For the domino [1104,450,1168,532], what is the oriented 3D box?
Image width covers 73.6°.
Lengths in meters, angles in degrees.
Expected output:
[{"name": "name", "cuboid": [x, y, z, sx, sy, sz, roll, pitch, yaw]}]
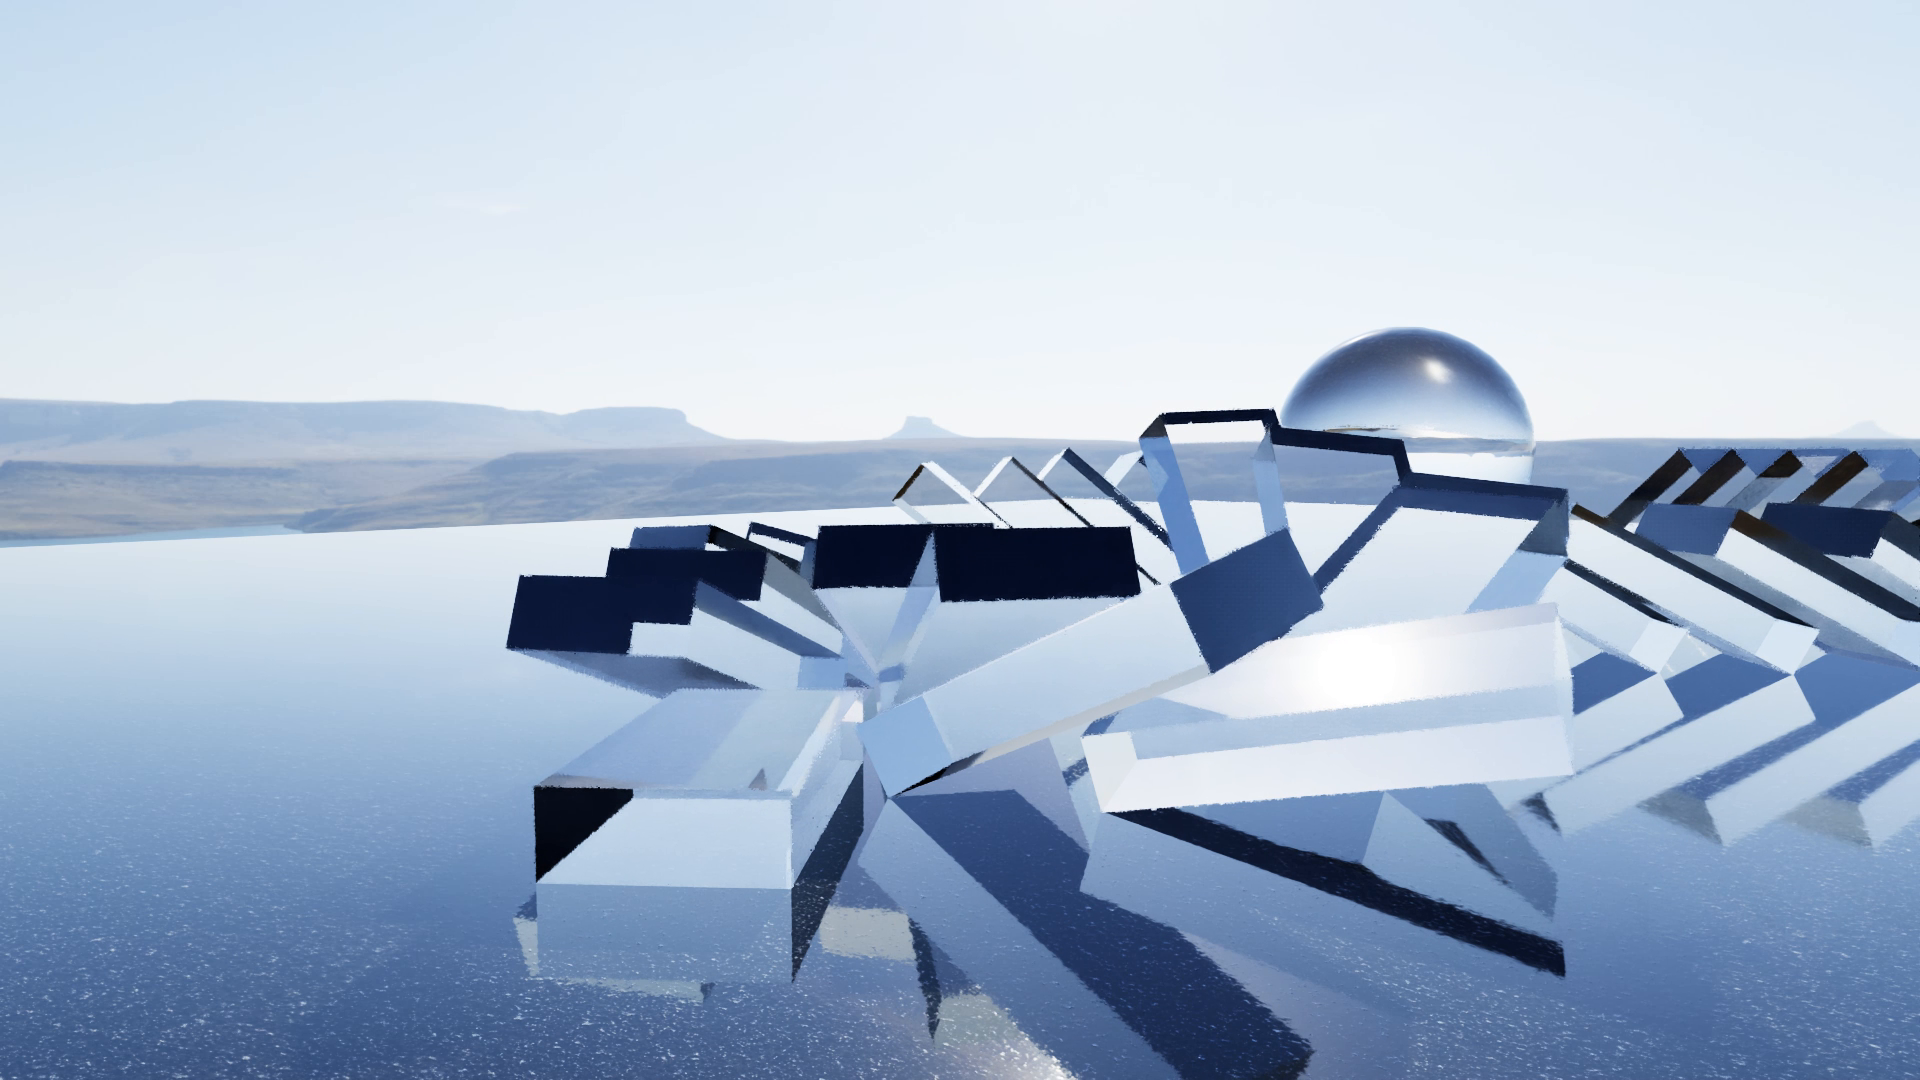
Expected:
[{"name": "domino", "cuboid": [0.051, 0.002, 0.262, 0.050, 0.010, 0.025, 40, -3, -4]}]

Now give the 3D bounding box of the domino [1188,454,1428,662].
[{"name": "domino", "cuboid": [0.069, 0.003, 0.258, 0.050, 0.009, 0.025, 41, 6, 3]}]

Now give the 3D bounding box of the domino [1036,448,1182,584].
[{"name": "domino", "cuboid": [0.036, 0.002, 0.261, 0.050, 0.010, 0.025, 40, -3, -2]}]

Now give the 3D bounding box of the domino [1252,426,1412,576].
[{"name": "domino", "cuboid": [0.067, 0.003, 0.217, 0.025, 0.050, 0.010, 5, -38, -6]}]

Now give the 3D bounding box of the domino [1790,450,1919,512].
[{"name": "domino", "cuboid": [0.208, -0.002, 0.313, 0.025, 0.009, 0.050, -2, -38, -29]}]

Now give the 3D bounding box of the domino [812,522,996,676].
[{"name": "domino", "cuboid": [-0.004, 0.012, 0.200, 0.025, 0.010, 0.050, -1, -23, 9]}]

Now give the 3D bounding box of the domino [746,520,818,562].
[{"name": "domino", "cuboid": [-0.019, 0.009, 0.260, 0.050, 0.010, 0.025, 15, -10, -6]}]

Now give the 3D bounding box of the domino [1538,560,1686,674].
[{"name": "domino", "cuboid": [0.112, 0.007, 0.251, 0.050, 0.010, 0.025, 30, 6, 2]}]

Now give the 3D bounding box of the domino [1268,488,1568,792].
[{"name": "domino", "cuboid": [0.059, 0.011, 0.177, 0.050, 0.010, 0.025, -40, 29, -28]}]

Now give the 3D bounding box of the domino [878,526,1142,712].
[{"name": "domino", "cuboid": [0.005, 0.013, 0.177, 0.025, 0.010, 0.050, -1, -24, -12]}]

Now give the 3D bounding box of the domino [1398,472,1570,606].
[{"name": "domino", "cuboid": [0.072, 0.009, 0.194, 0.025, 0.010, 0.050, 10, 44, 38]}]

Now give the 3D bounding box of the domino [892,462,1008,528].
[{"name": "domino", "cuboid": [0.010, 0.004, 0.263, 0.050, 0.010, 0.025, 39, 6, 1]}]

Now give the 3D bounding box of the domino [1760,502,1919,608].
[{"name": "domino", "cuboid": [0.181, 0.009, 0.246, 0.050, 0.009, 0.025, 26, -2, -17]}]

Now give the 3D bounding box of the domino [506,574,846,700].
[{"name": "domino", "cuboid": [-0.037, 0.016, 0.180, 0.025, 0.010, 0.050, 1, -16, 17]}]

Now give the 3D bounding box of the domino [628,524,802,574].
[{"name": "domino", "cuboid": [-0.033, 0.010, 0.235, 0.025, 0.009, 0.050, -1, -20, 46]}]

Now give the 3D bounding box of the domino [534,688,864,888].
[{"name": "domino", "cuboid": [-0.027, 0.027, 0.148, 0.025, 0.010, 0.050, 0, 4, 4]}]

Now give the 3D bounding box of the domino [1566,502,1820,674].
[{"name": "domino", "cuboid": [0.135, 0.008, 0.249, 0.050, 0.009, 0.025, 28, 6, 2]}]

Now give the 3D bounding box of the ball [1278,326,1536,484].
[{"name": "ball", "cuboid": [0.142, -0.028, 0.413, 0.080, 0.080, 0.080, 0, 4, 0]}]

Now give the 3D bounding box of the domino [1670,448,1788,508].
[{"name": "domino", "cuboid": [0.194, -0.003, 0.337, 0.025, 0.010, 0.050, -2, -38, -29]}]

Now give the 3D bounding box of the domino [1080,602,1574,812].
[{"name": "domino", "cuboid": [0.042, 0.019, 0.147, 0.050, 0.010, 0.025, -11, 11, 28]}]

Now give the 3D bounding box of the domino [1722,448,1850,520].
[{"name": "domino", "cuboid": [0.201, -0.003, 0.325, 0.025, 0.010, 0.050, -3, -38, -28]}]

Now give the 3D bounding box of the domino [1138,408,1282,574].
[{"name": "domino", "cuboid": [0.052, 0.000, 0.233, 0.025, 0.050, 0.009, -4, -24, -23]}]

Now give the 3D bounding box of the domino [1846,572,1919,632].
[{"name": "domino", "cuboid": [0.226, 0.008, 0.277, 0.025, 0.010, 0.050, -3, -17, -32]}]

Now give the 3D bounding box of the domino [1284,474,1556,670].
[{"name": "domino", "cuboid": [0.090, 0.005, 0.254, 0.050, 0.010, 0.025, 35, 6, 2]}]

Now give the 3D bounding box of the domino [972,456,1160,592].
[{"name": "domino", "cuboid": [0.025, 0.004, 0.240, 0.050, 0.010, 0.025, 40, 1, -3]}]

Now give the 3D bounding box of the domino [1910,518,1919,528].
[{"name": "domino", "cuboid": [0.217, 0.004, 0.297, 0.025, 0.010, 0.050, -2, -23, -32]}]

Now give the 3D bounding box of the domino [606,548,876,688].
[{"name": "domino", "cuboid": [-0.033, 0.013, 0.206, 0.025, 0.009, 0.050, 1, -17, 16]}]

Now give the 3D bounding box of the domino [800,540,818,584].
[{"name": "domino", "cuboid": [-0.001, 0.011, 0.228, 0.050, 0.010, 0.025, 21, -19, -37]}]

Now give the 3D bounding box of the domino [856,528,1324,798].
[{"name": "domino", "cuboid": [0.014, 0.015, 0.147, 0.050, 0.009, 0.025, -30, -7, 42]}]

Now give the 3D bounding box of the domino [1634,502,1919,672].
[{"name": "domino", "cuboid": [0.158, 0.009, 0.245, 0.050, 0.010, 0.025, 26, 1, -8]}]

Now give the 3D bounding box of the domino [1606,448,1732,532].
[{"name": "domino", "cuboid": [0.188, -0.004, 0.350, 0.025, 0.009, 0.050, -2, -38, -29]}]
